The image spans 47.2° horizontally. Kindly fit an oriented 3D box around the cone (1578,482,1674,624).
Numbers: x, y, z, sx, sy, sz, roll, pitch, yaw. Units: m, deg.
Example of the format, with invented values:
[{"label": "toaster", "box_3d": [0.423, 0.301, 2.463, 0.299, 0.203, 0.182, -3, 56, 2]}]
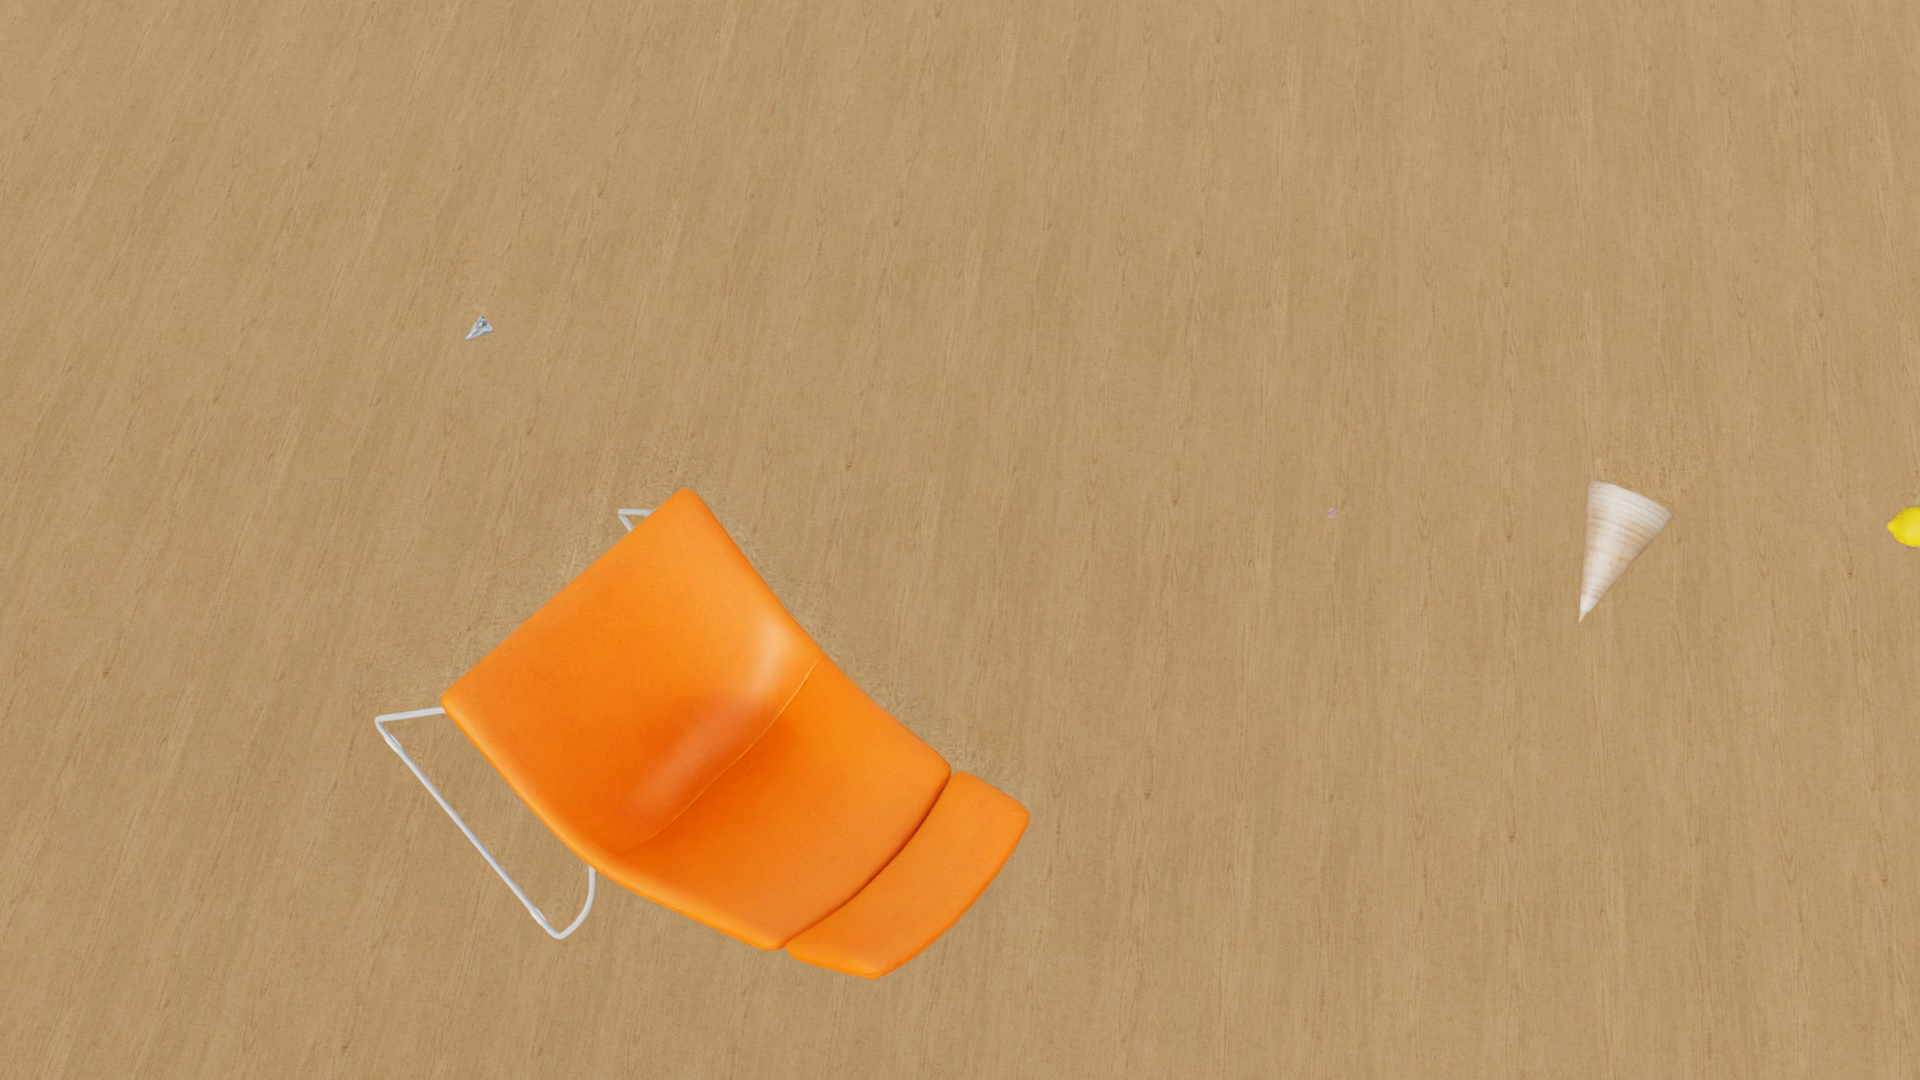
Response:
[{"label": "cone", "box_3d": [0.964, 0.033, 3.286, 0.130, 0.161, 0.201, 22, 88, 31]}]
